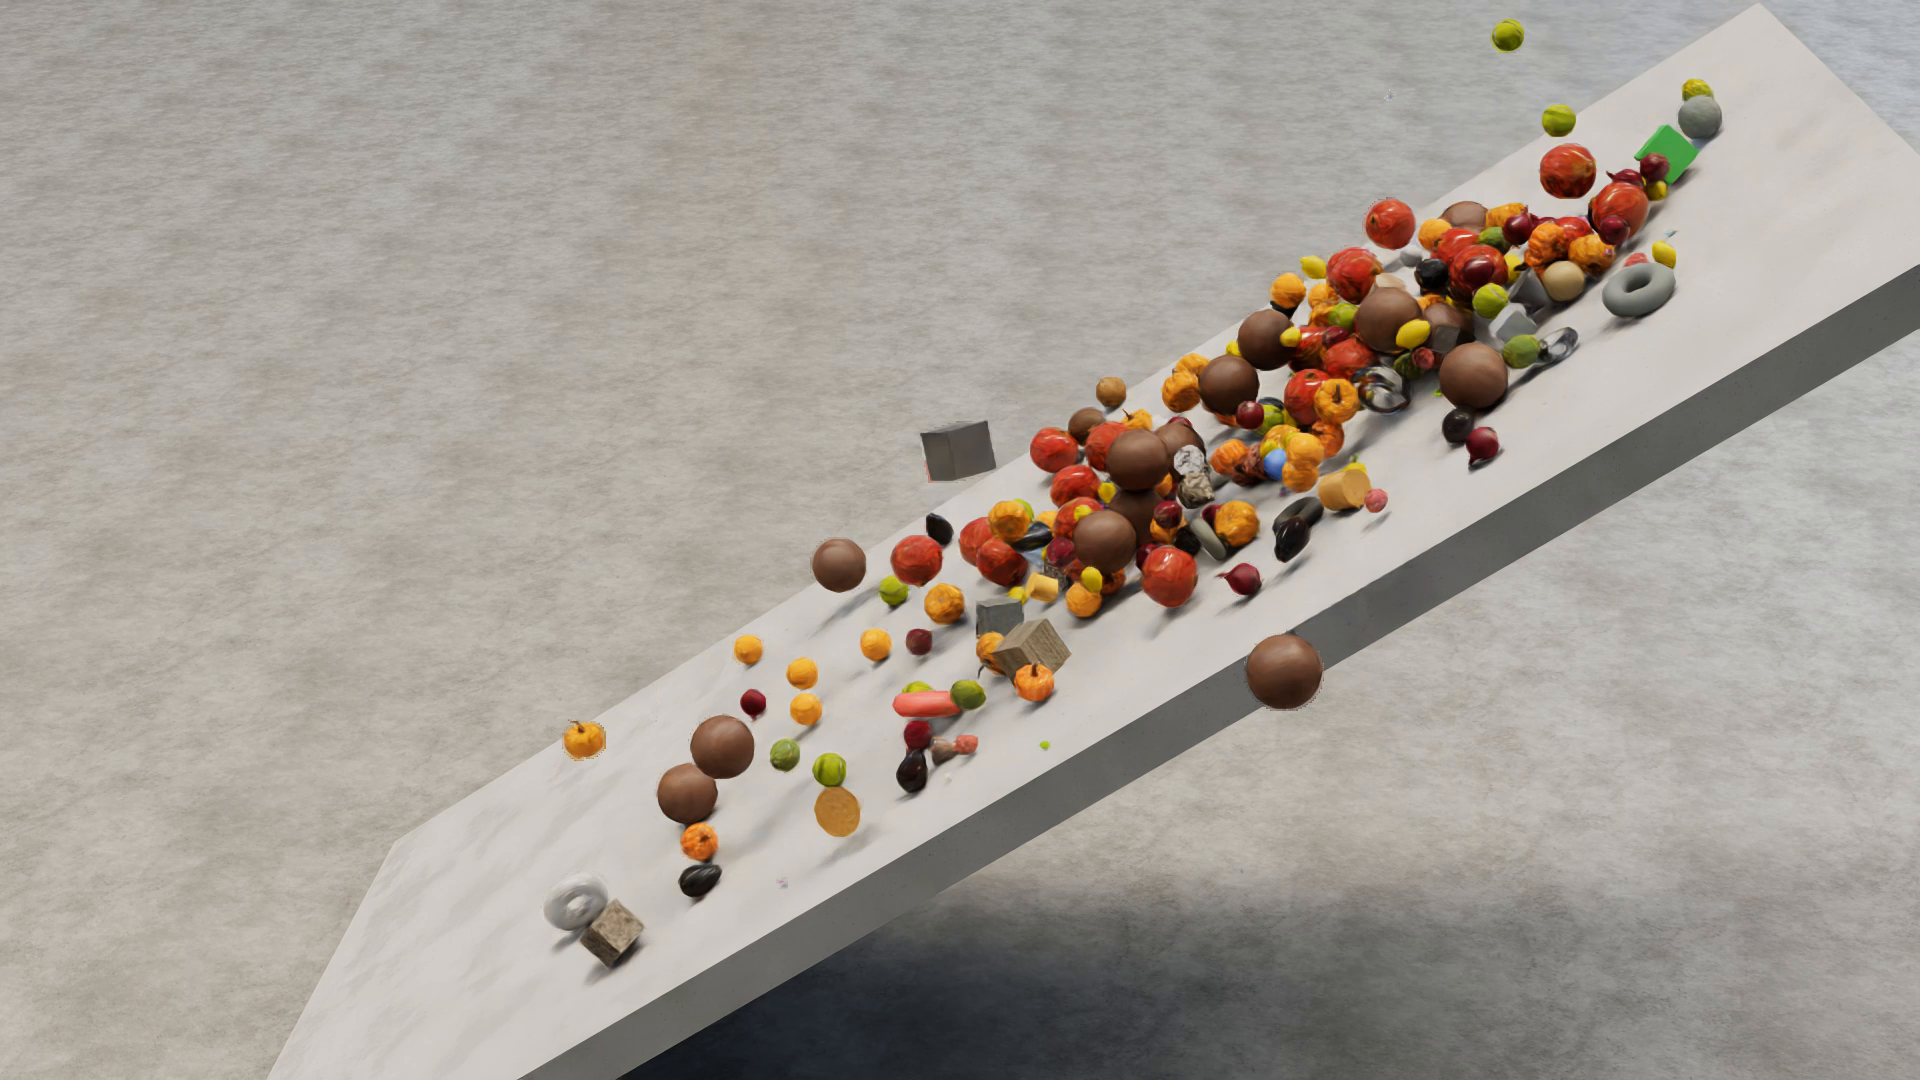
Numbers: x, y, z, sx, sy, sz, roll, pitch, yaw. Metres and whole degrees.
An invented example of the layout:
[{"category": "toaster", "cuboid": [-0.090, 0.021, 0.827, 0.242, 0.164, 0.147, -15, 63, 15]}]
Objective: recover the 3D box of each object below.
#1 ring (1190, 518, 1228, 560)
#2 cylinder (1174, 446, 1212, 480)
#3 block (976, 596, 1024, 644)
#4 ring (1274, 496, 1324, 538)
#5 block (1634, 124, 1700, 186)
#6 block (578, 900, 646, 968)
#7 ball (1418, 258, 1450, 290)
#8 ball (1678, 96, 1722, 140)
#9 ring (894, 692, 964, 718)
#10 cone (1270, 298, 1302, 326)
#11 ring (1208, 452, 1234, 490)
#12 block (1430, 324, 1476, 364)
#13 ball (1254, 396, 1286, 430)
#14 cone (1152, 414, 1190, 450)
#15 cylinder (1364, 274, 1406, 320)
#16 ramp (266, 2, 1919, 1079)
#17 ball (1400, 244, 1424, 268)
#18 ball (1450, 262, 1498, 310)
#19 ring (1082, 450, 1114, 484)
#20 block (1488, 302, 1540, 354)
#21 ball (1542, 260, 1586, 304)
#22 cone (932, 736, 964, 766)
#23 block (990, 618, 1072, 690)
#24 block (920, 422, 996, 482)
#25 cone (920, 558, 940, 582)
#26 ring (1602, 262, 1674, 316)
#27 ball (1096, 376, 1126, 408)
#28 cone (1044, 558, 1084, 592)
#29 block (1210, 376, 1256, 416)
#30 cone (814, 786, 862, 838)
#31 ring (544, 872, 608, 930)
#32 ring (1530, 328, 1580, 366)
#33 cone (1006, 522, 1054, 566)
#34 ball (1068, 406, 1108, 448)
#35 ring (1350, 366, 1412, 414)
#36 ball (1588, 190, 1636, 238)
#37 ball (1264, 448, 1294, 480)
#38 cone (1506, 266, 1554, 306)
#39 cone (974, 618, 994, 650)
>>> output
[{"category": "ring", "cuboid": [0.483, -0.002, 5.710, 0.032, 0.097, 0.097, -38, 21, 7]}, {"category": "cylinder", "cuboid": [0.475, -0.152, 6.012, 0.065, 0.065, 0.065, 9, -16, 22]}, {"category": "block", "cuboid": [0.083, 0.162, 5.999, 0.076, 0.076, 0.076, -9, 9, -15]}, {"category": "ring", "cuboid": [0.644, -0.042, 5.603, 0.108, 0.036, 0.108, -34, 15, 11]}, {"category": "block", "cuboid": [1.436, -0.783, 5.974, 0.087, 0.087, 0.087, 40, 10, 0]}, {"category": "block", "cuboid": [-0.689, 0.780, 5.833, 0.082, 0.082, 0.082, 41, 53, 2]}, {"category": "ball", "cuboid": [0.942, -0.528, 5.849, 0.063, 0.063, 0.063, 0, 21, 0]}, {"category": "ball", "cuboid": [1.537, -0.877, 6.107, 0.091, 0.091, 0.091, 0, 21, 0]}, {"category": "ring", "cuboid": [-0.063, 0.328, 5.871, 0.143, 0.048, 0.143, -1, -1, 0]}, {"category": "cone", "cuboid": [0.748, -0.530, 6.657, 0.067, 0.067, 0.067, -33, 15, 15]}, {"category": "ring", "cuboid": [0.537, -0.142, 6.132, 0.109, 0.036, 0.109, -34, 15, 10]}, {"category": "block", "cuboid": [0.949, -0.377, 5.661, 0.054, 0.054, 0.054, 13, -7, 46]}, {"category": "ball", "cuboid": [0.654, -0.267, 6.196, 0.069, 0.069, 0.069, 0, 21, 0]}, {"category": "cone", "cuboid": [0.477, -0.240, 6.556, 0.082, 0.082, 0.082, 0, 20, 18]}, {"category": "cylinder", "cuboid": [0.885, -0.507, 6.125, 0.068, 0.068, 0.068, 11, 43, -11]}, {"category": "ramp", "cuboid": [0.138, 0.172, 6.299, 4.000, 0.100, 2.000, -31, 16, 14]}, {"category": "ball", "cuboid": [0.968, -0.608, 6.309, 0.051, 0.051, 0.051, 0, 21, 0]}, {"category": "ball", "cuboid": [1.033, -0.511, 5.912, 0.097, 0.097, 0.097, 0, 21, 0]}, {"category": "ring", "cuboid": [0.310, -0.162, 6.585, 0.082, 0.082, 0.027, 13, 35, 31]}, {"category": "block", "cuboid": [1.060, -0.407, 5.631, 0.062, 0.062, 0.062, 37, 12, -12]}, {"category": "ball", "cuboid": [1.181, -0.505, 5.757, 0.084, 0.084, 0.084, 0, 21, 0]}, {"category": "cone", "cuboid": [-0.020, 0.407, 5.684, 0.058, 0.058, 0.058, -1, 20, 16]}, {"category": "block", "cuboid": [0.140, 0.223, 5.772, 0.092, 0.092, 0.092, -15, 25, 52]}, {"category": "block", "cuboid": [-0.003, -0.174, 5.759, 0.096, 0.096, 0.096, -16, 8, -32]}, {"category": "cone", "cuboid": [-0.078, 0.063, 6.806, 0.050, 0.050, 0.050, -33, 15, 10]}, {"category": "ring", "cuboid": [1.266, -0.468, 5.487, 0.139, 0.046, 0.139, -22, 31, 14]}, {"category": "ball", "cuboid": [0.364, -0.357, 7.080, 0.075, 0.075, 0.075, 0, 21, 0]}, {"category": "cone", "cuboid": [0.232, 0.064, 6.162, 0.079, 0.079, 0.079, -18, 27, -31]}, {"category": "block", "cuboid": [0.601, -0.317, 6.482, 0.058, 0.058, 0.058, -45, 18, -32]}, {"category": "cone", "cuboid": [-0.209, 0.507, 5.587, 0.098, 0.098, 0.098, 10, 11, 26]}, {"category": "ring", "cuboid": [-0.799, 0.752, 6.123, 0.145, 0.145, 0.048, -12, 43, -30]}, {"category": "ring", "cuboid": [1.122, -0.364, 5.553, 0.102, 0.034, 0.102, -34, 14, 10]}, {"category": "cone", "cuboid": [0.132, 0.006, 6.288, 0.097, 0.097, 0.097, 2, 15, -40]}, {"category": "ball", "cuboid": [0.301, -0.264, 6.895, 0.096, 0.096, 0.096, 0, 21, 0]}, {"category": "ring", "cuboid": [0.827, -0.295, 5.774, 0.126, 0.126, 0.042, 9, 56, 23]}, {"category": "ball", "cuboid": [1.311, -0.657, 5.919, 0.095, 0.095, 0.095, 0, 21, 0]}, {"category": "ball", "cuboid": [0.628, -0.149, 5.792, 0.062, 0.062, 0.062, 0, 21, 0]}, {"category": "cone", "cuboid": [1.126, -0.477, 5.738, 0.083, 0.083, 0.083, 32, 23, -2]}, {"category": "cone", "cuboid": [0.074, 0.192, 6.122, 0.070, 0.070, 0.070, -9, 19, 14]}]
